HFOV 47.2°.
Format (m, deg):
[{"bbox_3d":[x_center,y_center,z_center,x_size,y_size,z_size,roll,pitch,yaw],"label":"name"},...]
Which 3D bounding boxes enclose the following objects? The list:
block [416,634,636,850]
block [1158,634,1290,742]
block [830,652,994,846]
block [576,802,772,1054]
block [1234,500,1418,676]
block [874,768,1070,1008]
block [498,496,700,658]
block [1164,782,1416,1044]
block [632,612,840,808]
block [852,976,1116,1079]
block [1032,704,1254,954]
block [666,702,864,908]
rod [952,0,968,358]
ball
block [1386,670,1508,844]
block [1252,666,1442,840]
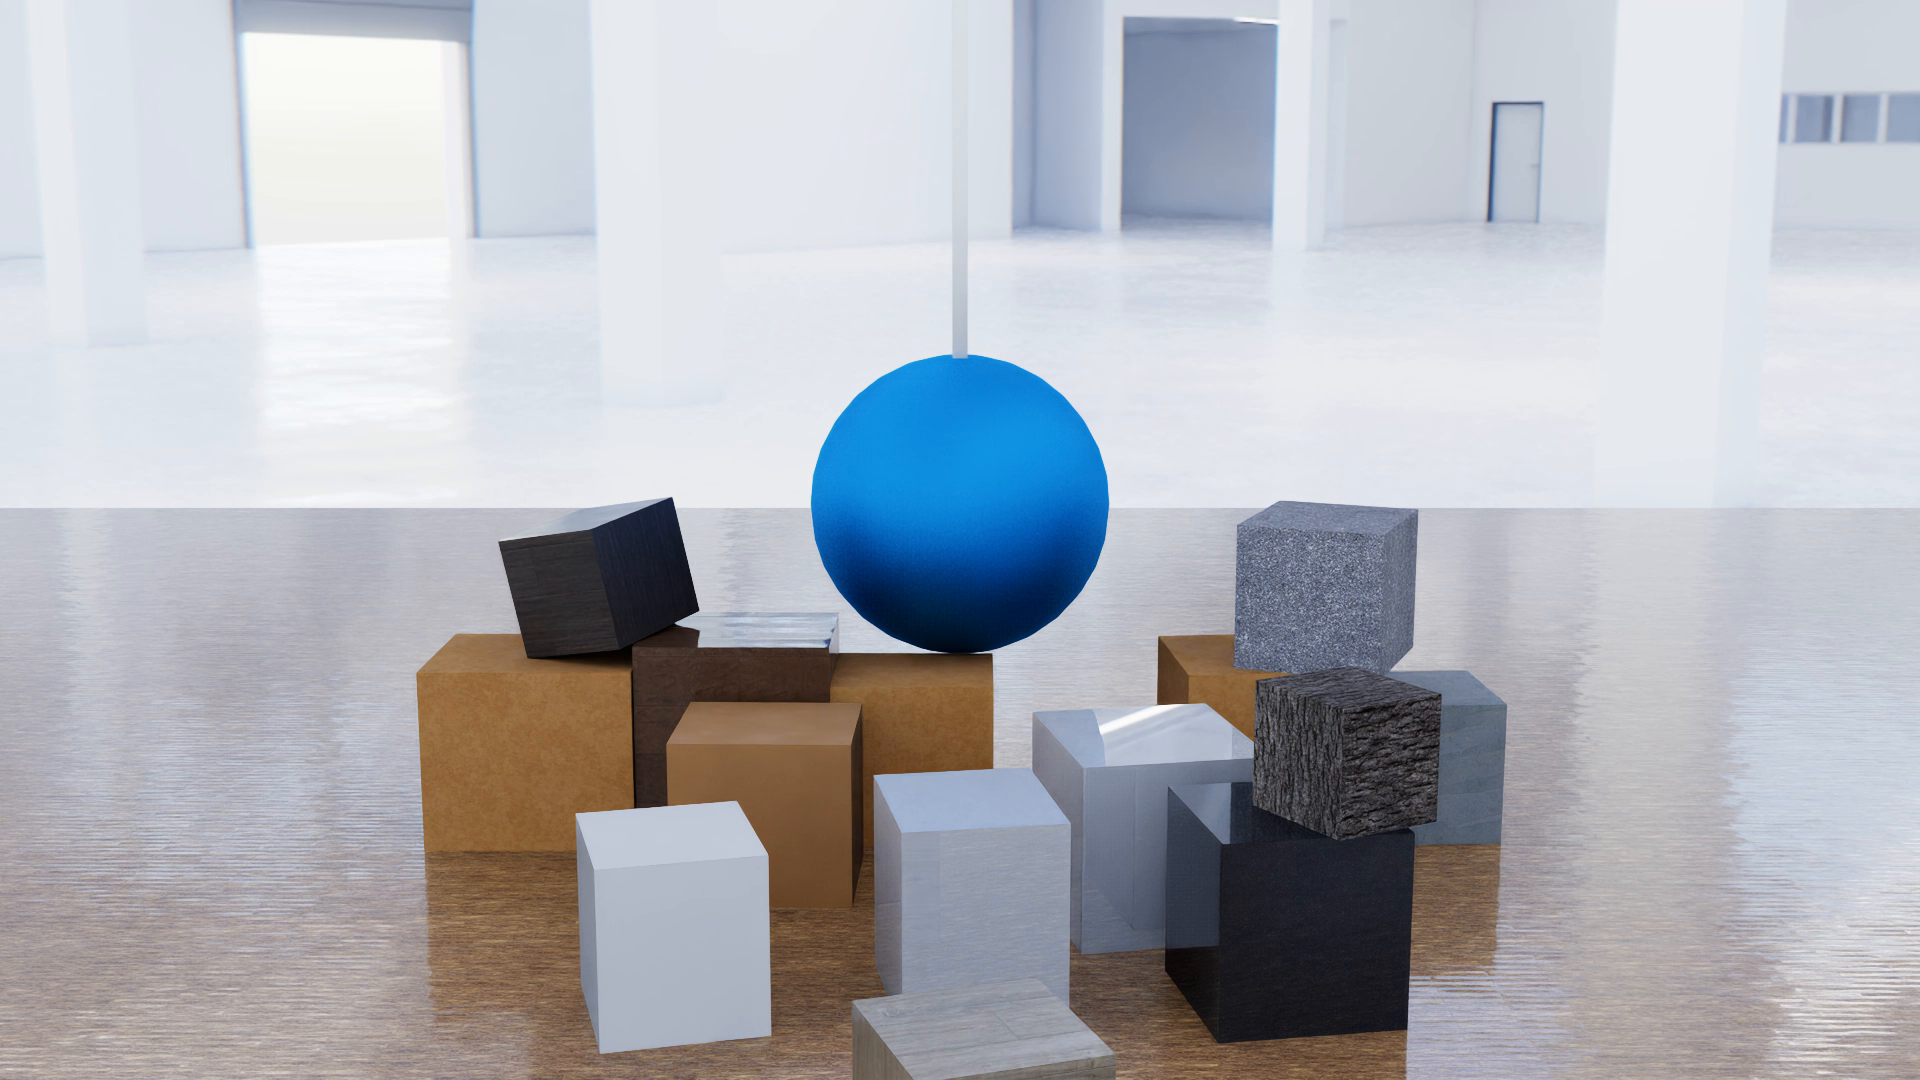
[{"bbox_3d":[-2.154,1.027,11.358,1.056,0.916,0.876,0,10,0],"label":"block"},{"bbox_3d":[1.555,1.029,11.343,0.938,0.916,0.881,-1,10,-5],"label":"block"},{"bbox_3d":[-0.237,1.071,11.360,0.813,0.827,0.737,0,10,0],"label":"block"},{"bbox_3d":[-1.173,1.552,8.934,0.676,0.749,0.742,-3,11,-15],"label":"block"},{"bbox_3d":[1.855,0.240,11.102,0.727,0.724,0.819,4,11,22],"label":"block"},{"bbox_3d":[0.035,1.475,9.091,0.676,0.845,0.802,-2,10,-10],"label":"block"},{"bbox_3d":[-1.837,0.188,11.241,0.600,0.615,0.693,-6,11,30],"label":"block"},{"bbox_3d":[1.334,1.498,9.037,0.784,0.819,0.792,-2,10,-10],"label":"block"},{"bbox_3d":[-1.130,0.966,11.354,0.973,1.037,0.821,0,10,0],"label":"block"},{"bbox_3d":[0.066,1.911,7.294,0.670,0.629,0.703,-4,11,-19],"label":"block"},{"bbox_3d":[0.853,1.297,10.071,0.851,0.845,0.953,-2,11,-11],"label":"block"},{"bbox_3d":[-0.912,1.251,10.507,0.846,0.780,0.768,0,10,1],"label":"block"},{"bbox_3d":[0.000,-3.459,10.820,0.080,5.200,0.080,0,16,0],"label":"rod"},{"bbox_3d":[0.000,-0.193,11.764,1.600,1.600,1.600,0,10,0],"label":"ball"},{"bbox_3d":[2.377,1.117,11.399,0.683,0.723,0.722,-1,10,-3],"label":"block"},{"bbox_3d":[1.553,0.847,8.860,0.497,0.525,0.552,-6,12,-30],"label":"block"}]
